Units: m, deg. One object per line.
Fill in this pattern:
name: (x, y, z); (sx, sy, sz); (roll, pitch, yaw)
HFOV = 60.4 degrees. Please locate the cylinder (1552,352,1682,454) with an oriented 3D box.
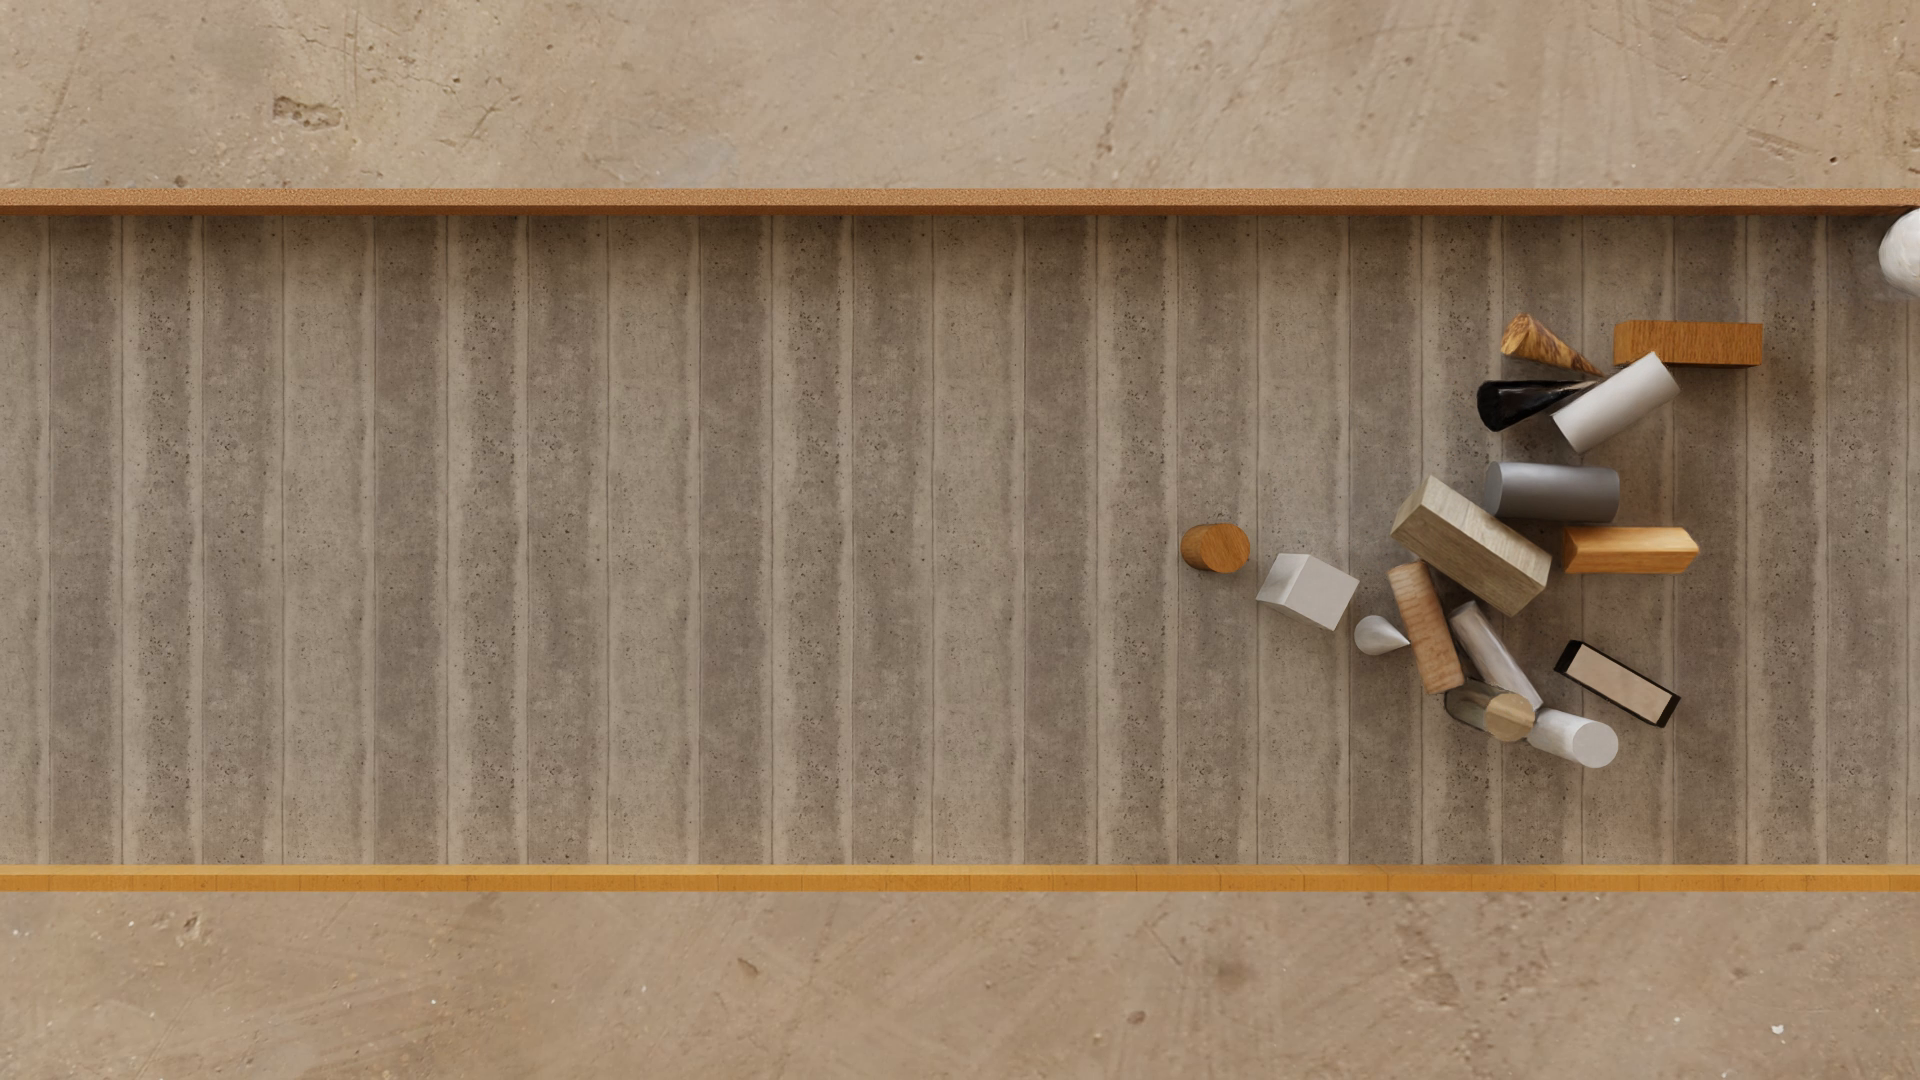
cylinder: (1.967, -0.409, 4.948); (0.337, 0.147, 0.147); (-35, 90, 21)

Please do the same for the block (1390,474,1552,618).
block: (1.537, 0.019, 4.964); (0.442, 0.160, 0.160); (34, 134, 0)

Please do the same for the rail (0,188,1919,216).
rail: (-2.247, -1.025, 5.002); (12.000, 0.150, 0.050); (0, 90, 0)

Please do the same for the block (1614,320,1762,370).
block: (2.210, -0.593, 5.014); (0.397, 0.124, 0.124); (2, 90, 0)

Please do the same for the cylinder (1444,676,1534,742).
cylinder: (1.562, 0.498, 4.884); (0.142, 0.380, 0.142); (0, 92, -1)

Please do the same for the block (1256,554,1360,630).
block: (1.016, 0.148, 4.855); (0.159, 0.443, 0.159); (28, 90, 0)

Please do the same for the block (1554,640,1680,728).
block: (1.999, 0.437, 5.023); (0.339, 0.108, 0.108); (30, 90, 0)

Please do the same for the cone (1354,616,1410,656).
cone: (1.275, 0.294, 4.871); (0.124, 0.411, 0.124); (0, 90, 0)

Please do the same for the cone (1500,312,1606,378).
cone: (1.841, -0.561, 5.043); (0.344, 0.137, 0.137); (23, 90, -11)

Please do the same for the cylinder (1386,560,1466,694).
cylinder: (1.415, 0.261, 5.005); (0.120, 0.120, 0.390); (-17, 87, 0)

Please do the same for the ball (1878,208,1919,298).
ball: (2.909, -0.862, 4.938); (0.276, 0.276, 0.276); (0, 90, 0)

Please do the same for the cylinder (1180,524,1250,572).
cylinder: (0.749, 0.023, 4.866); (0.141, 0.421, 0.141); (0, 90, 0)

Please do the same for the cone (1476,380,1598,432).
cone: (1.788, -0.446, 5.039); (0.374, 0.154, 0.154); (-14, 90, -12)

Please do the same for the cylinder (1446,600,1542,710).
cylinder: (1.624, 0.366, 5.023); (0.108, 0.108, 0.367); (-34, 90, 0)

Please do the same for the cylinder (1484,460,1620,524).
cylinder: (1.788, -0.144, 4.991); (0.351, 0.171, 0.171); (3, 90, 0)

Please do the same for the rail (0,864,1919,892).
rail: (-2.247, 1.025, 5.001); (12.000, 0.150, 0.050); (0, 90, 0)

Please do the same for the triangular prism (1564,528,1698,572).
triangular prism: (2.038, 0.030, 5.013); (0.364, 0.120, 0.139); (0, 90, 0)

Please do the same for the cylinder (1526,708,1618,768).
cylinder: (1.801, 0.581, 4.875); (0.131, 0.402, 0.131); (0, 90, 0)
